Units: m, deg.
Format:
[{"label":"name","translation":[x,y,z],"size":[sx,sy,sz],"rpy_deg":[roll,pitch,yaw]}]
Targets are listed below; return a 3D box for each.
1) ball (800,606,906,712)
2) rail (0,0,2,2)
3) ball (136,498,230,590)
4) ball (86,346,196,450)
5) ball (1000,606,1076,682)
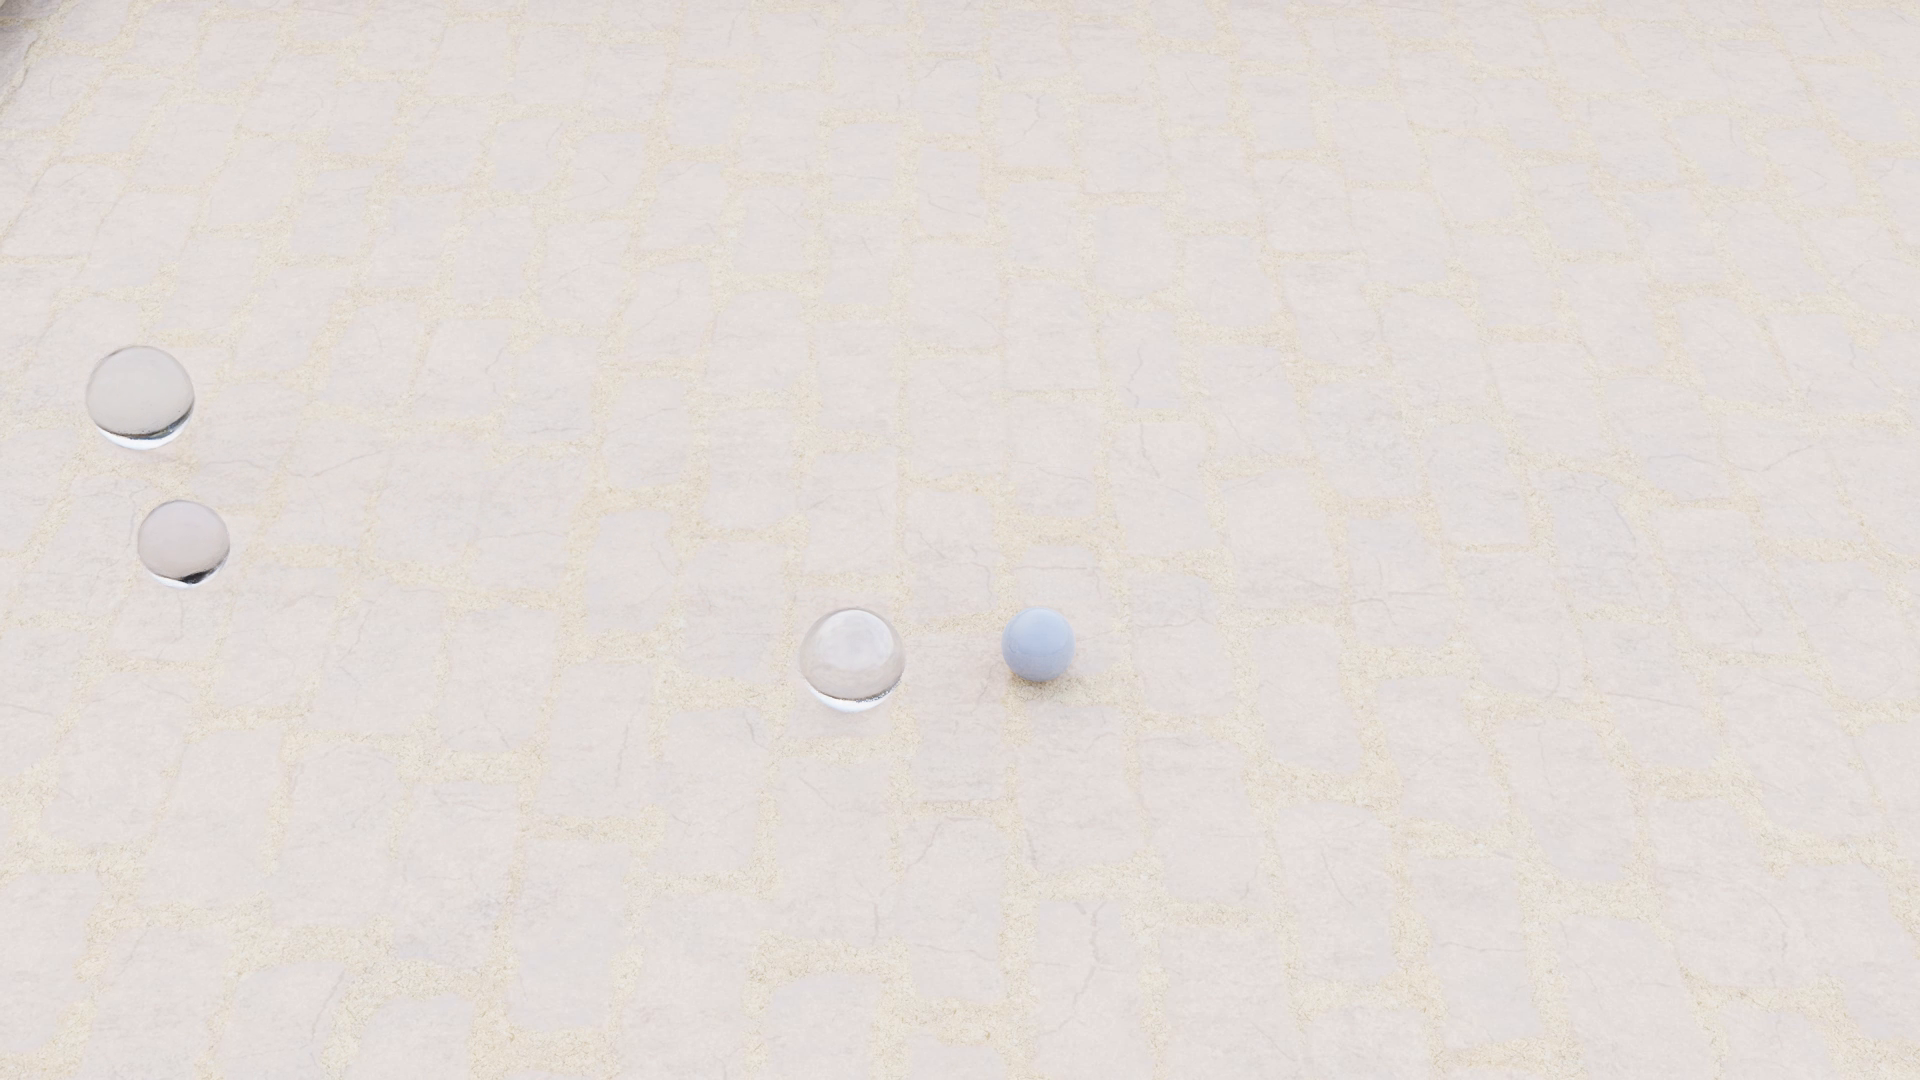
[{"label":"ball","translation":[-0.065,0.072,1.553],"size":[0.064,0.064,0.064],"rpy_deg":[0,36,0]},{"label":"rail","translation":[-0.868,-0.011,1.639],"size":[0.045,0.094,2.047],"rpy_deg":[0,36,0]},{"label":"ball","translation":[-0.500,0.003,1.653],"size":[0.058,0.058,0.058],"rpy_deg":[0,36,0]},{"label":"ball","translation":[-0.568,-0.099,1.779],"size":[0.072,0.072,0.072],"rpy_deg":[0,36,0]},{"label":"ball","translation":[0.048,0.064,1.579],"size":[0.046,0.046,0.046],"rpy_deg":[0,36,0]}]
